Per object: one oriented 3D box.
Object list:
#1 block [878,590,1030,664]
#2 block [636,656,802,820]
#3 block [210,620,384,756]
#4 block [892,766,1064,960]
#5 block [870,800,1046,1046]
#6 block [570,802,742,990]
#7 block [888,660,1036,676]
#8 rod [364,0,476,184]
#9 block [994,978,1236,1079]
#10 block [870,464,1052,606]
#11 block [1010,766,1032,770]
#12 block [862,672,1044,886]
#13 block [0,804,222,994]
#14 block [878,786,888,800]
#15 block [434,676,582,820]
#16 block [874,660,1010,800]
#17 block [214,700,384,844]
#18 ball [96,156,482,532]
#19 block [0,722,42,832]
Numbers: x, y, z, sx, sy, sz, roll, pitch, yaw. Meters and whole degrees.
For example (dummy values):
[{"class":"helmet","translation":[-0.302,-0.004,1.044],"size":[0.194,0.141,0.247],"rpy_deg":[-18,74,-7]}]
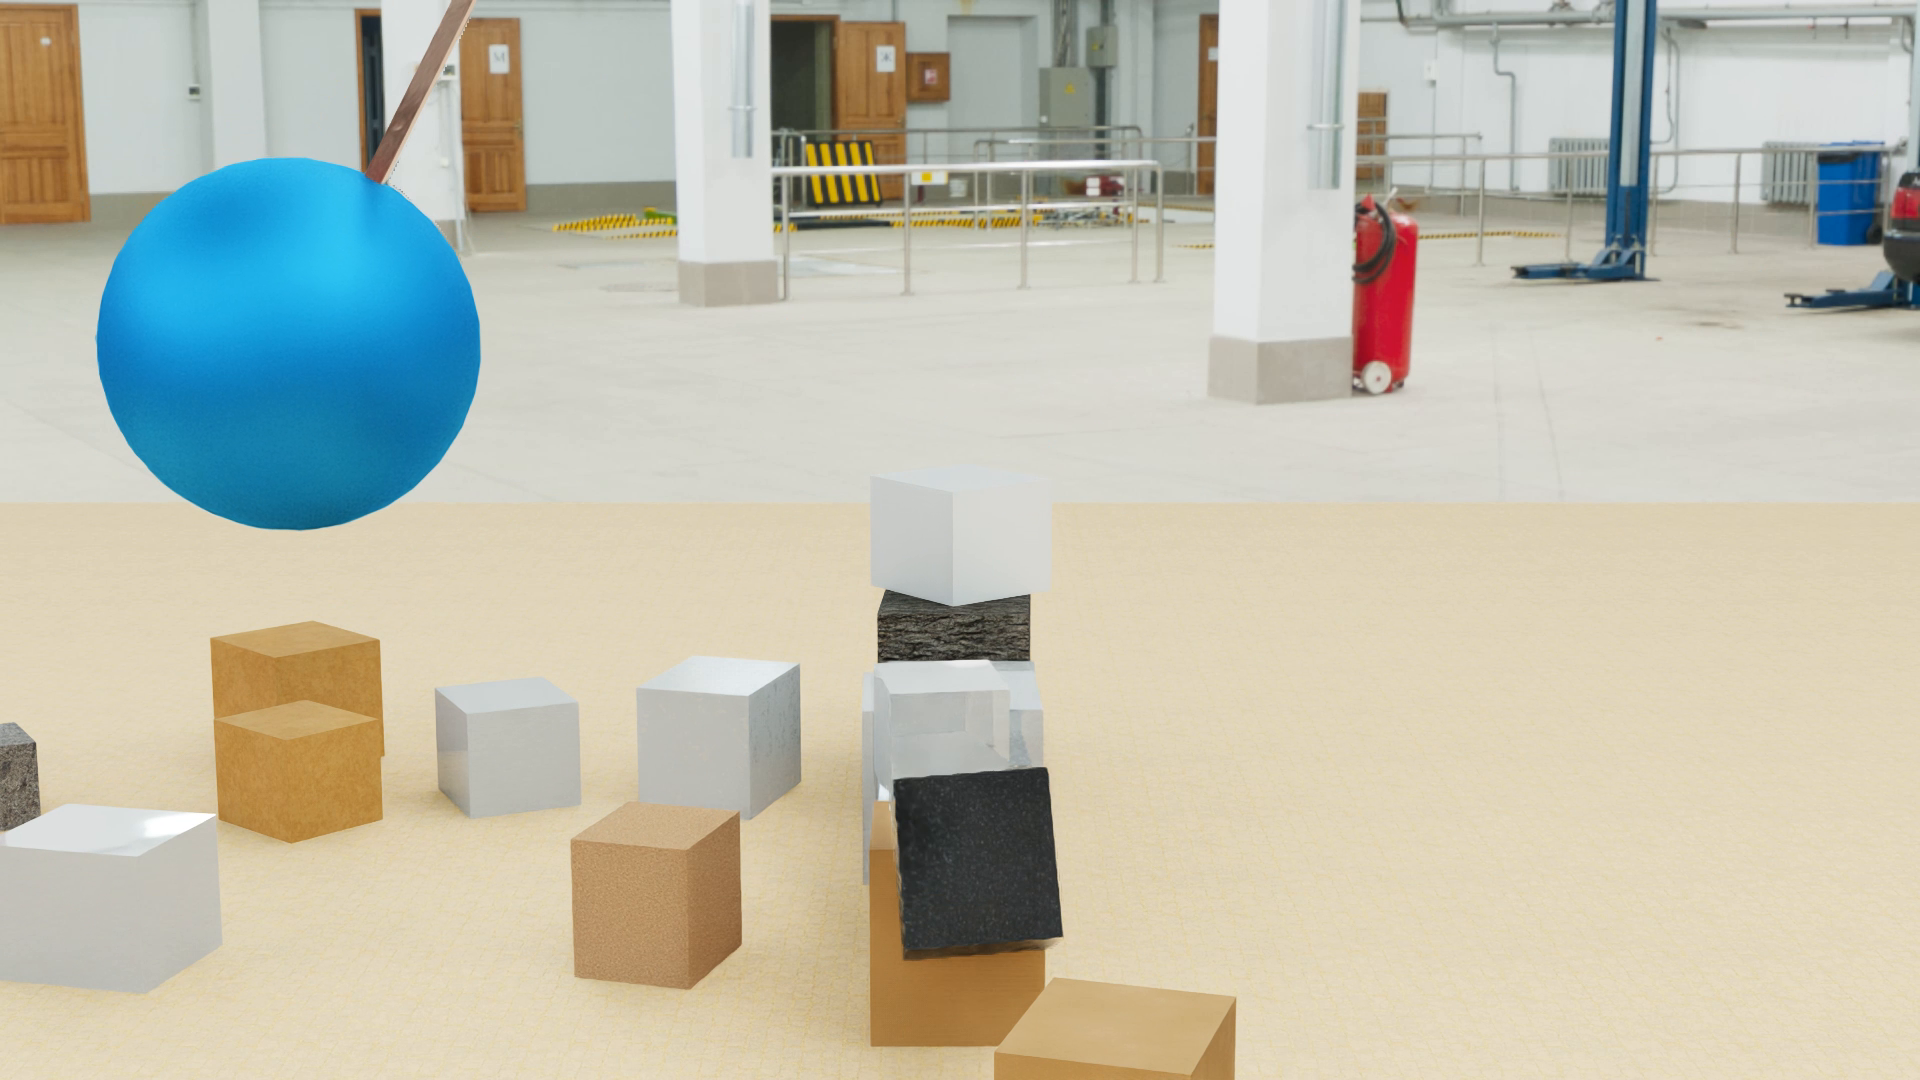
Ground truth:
[{"class":"block","translation":[-0.018,0.730,13.042],"size":[0.742,0.898,0.839],"rpy_deg":[0,10,2]},{"class":"block","translation":[-1.173,0.960,12.579],"size":[0.573,0.611,0.714],"rpy_deg":[3,11,16]},{"class":"block","translation":[-3.443,0.816,13.336],"size":[0.605,0.622,0.657],"rpy_deg":[-10,14,-44]},{"class":"block","translation":[0.049,1.132,8.922],"size":[0.528,0.576,0.562],"rpy_deg":[-4,-12,-3]},{"class":"block","translation":[-0.010,1.428,9.627],"size":[0.637,0.746,0.633],"rpy_deg":[0,10,0]},{"class":"block","translation":[-1.204,1.409,10.239],"size":[0.489,0.564,0.555],"rpy_deg":[3,11,16]},{"class":"block","translation":[0.004,0.983,12.287],"size":[0.716,0.669,0.696],"rpy_deg":[0,10,0]},{"class":"rod","translation":[-1.244,-3.776,10.494],"size":[0.080,5.200,0.080],"rpy_deg":[28,9,-5]},{"class":"block","translation":[0.480,1.793,7.810],"size":[0.589,0.677,0.665],"rpy_deg":[3,11,17]},{"class":"block","translation":[0.002,-0.036,13.140],"size":[0.640,0.575,0.686],"rpy_deg":[-8,13,-38]},{"class":"block","translation":[-0.007,1.297,10.921],"size":[0.642,0.540,0.567],"rpy_deg":[0,10,0]},{"class":"block","translation":[-0.042,1.059,11.552],"size":[0.789,0.783,0.740],"rpy_deg":[0,10,-2]},{"class":"block","translation":[-3.408,1.418,10.224],"size":[0.677,0.552,0.585],"rpy_deg":[3,11,14]},{"class":"block","translation":[0.000,1.341,10.287],"size":[0.644,0.680,0.677],"rpy_deg":[0,10,0]},{"class":"block","translation":[-2.218,1.009,12.575],"size":[0.550,0.515,0.596],"rpy_deg":[-5,11,-26]},{"class":"block","translation":[-0.078,0.767,10.281],"size":[0.472,0.453,0.529],"rpy_deg":[-2,10,-9]},{"class":"block","translation":[-3.143,1.091,12.189],"size":[0.589,0.492,0.516],"rpy_deg":[9,14,40]},{"class":"ball","translation":[-2.871,-0.839,11.028],"size":[1.600,1.600,1.600],"rpy_deg":[0,10,0]},{"class":"block","translation":[-4.664,1.138,12.168],"size":[0.472,0.407,0.450],"rpy_deg":[-6,12,-32]}]
